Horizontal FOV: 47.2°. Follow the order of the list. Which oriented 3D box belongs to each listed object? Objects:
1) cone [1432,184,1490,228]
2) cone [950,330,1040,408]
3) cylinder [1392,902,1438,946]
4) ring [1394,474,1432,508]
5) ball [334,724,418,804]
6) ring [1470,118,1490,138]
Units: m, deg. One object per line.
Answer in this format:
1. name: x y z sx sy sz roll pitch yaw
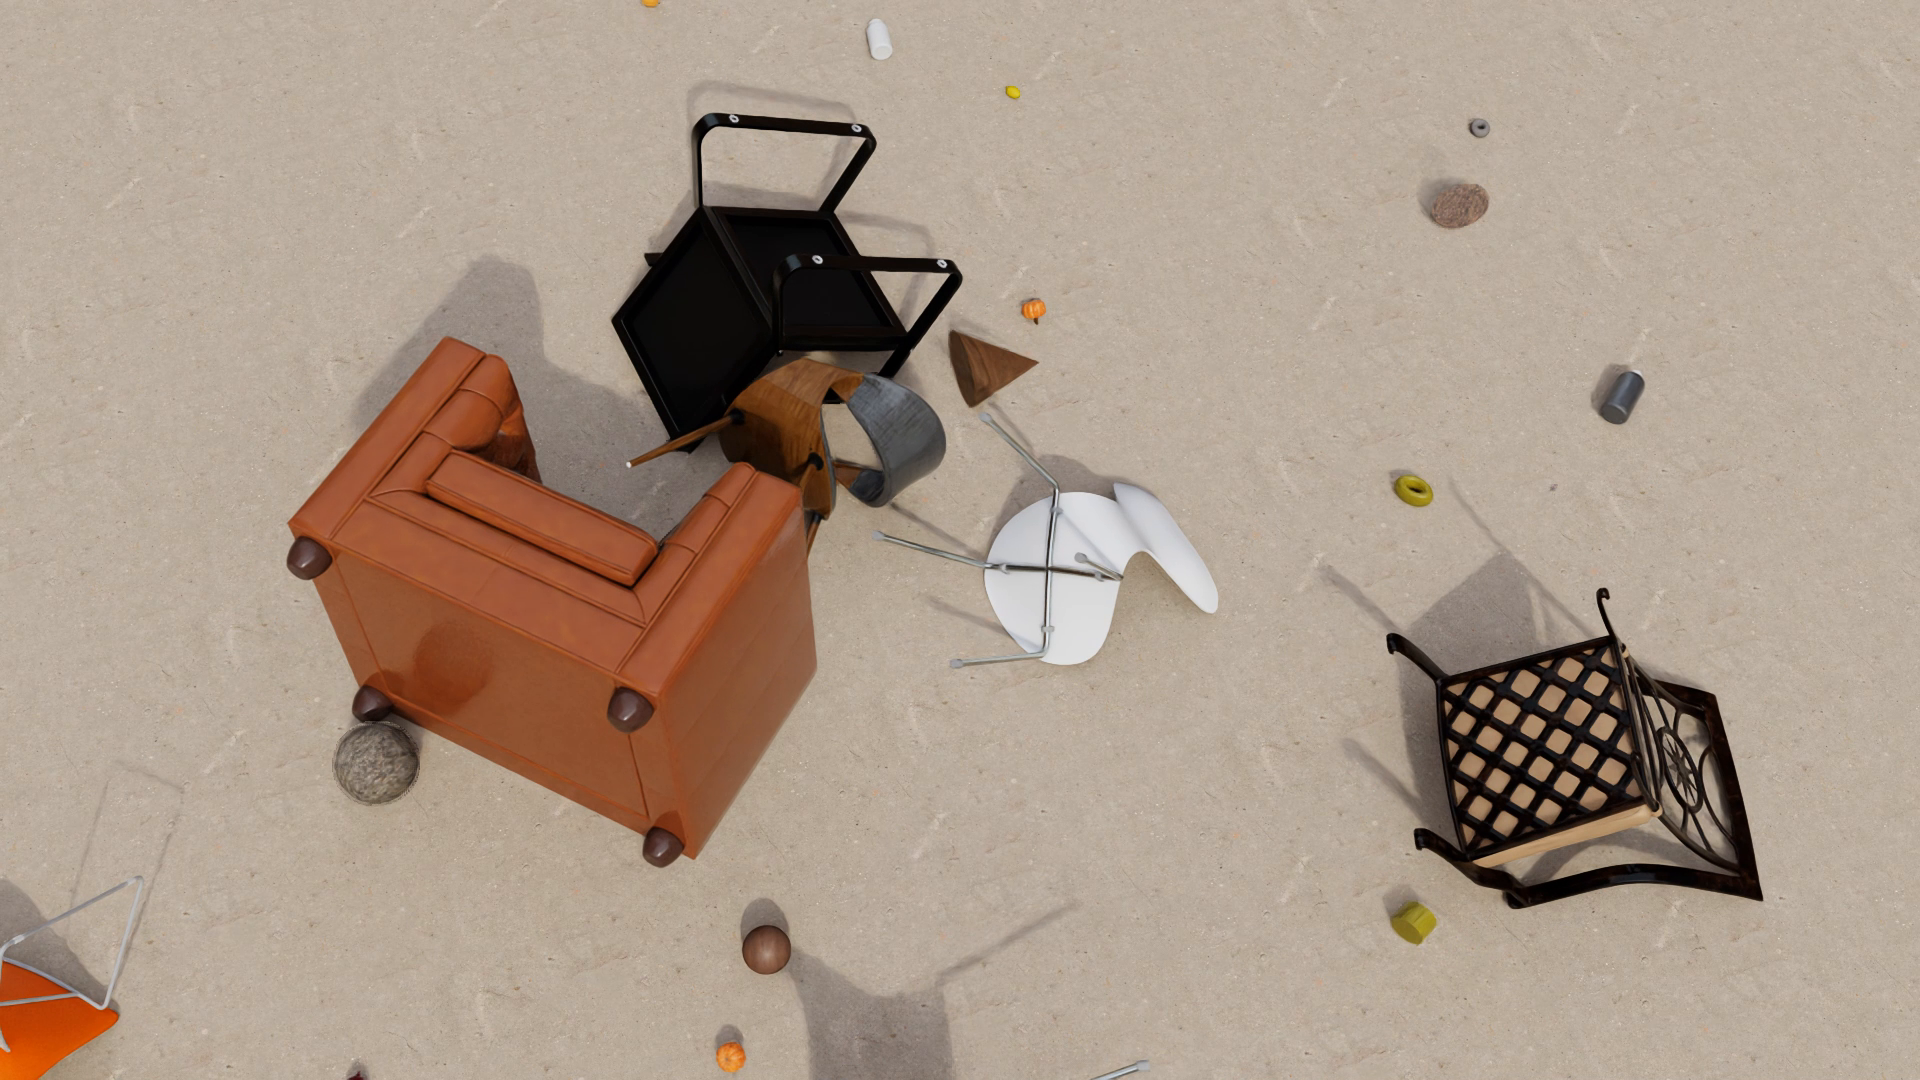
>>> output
1. cone: 1.622 -1.120 7.286 0.232 0.145 0.124 -12 24 -22
2. cone: 0.130 -0.546 6.902 0.265 0.125 0.275 -7 66 -22
3. cylinder: 1.205 1.016 5.830 0.065 0.105 0.094 -40 94 -23
4. ring: 1.370 -0.148 6.639 0.125 0.058 0.085 31 59 17
5. ball: -1.600 0.613 6.030 0.220 0.220 0.220 0 56 0
6. ring: 1.773 -1.405 7.497 0.066 0.033 0.072 -9 58 -5
